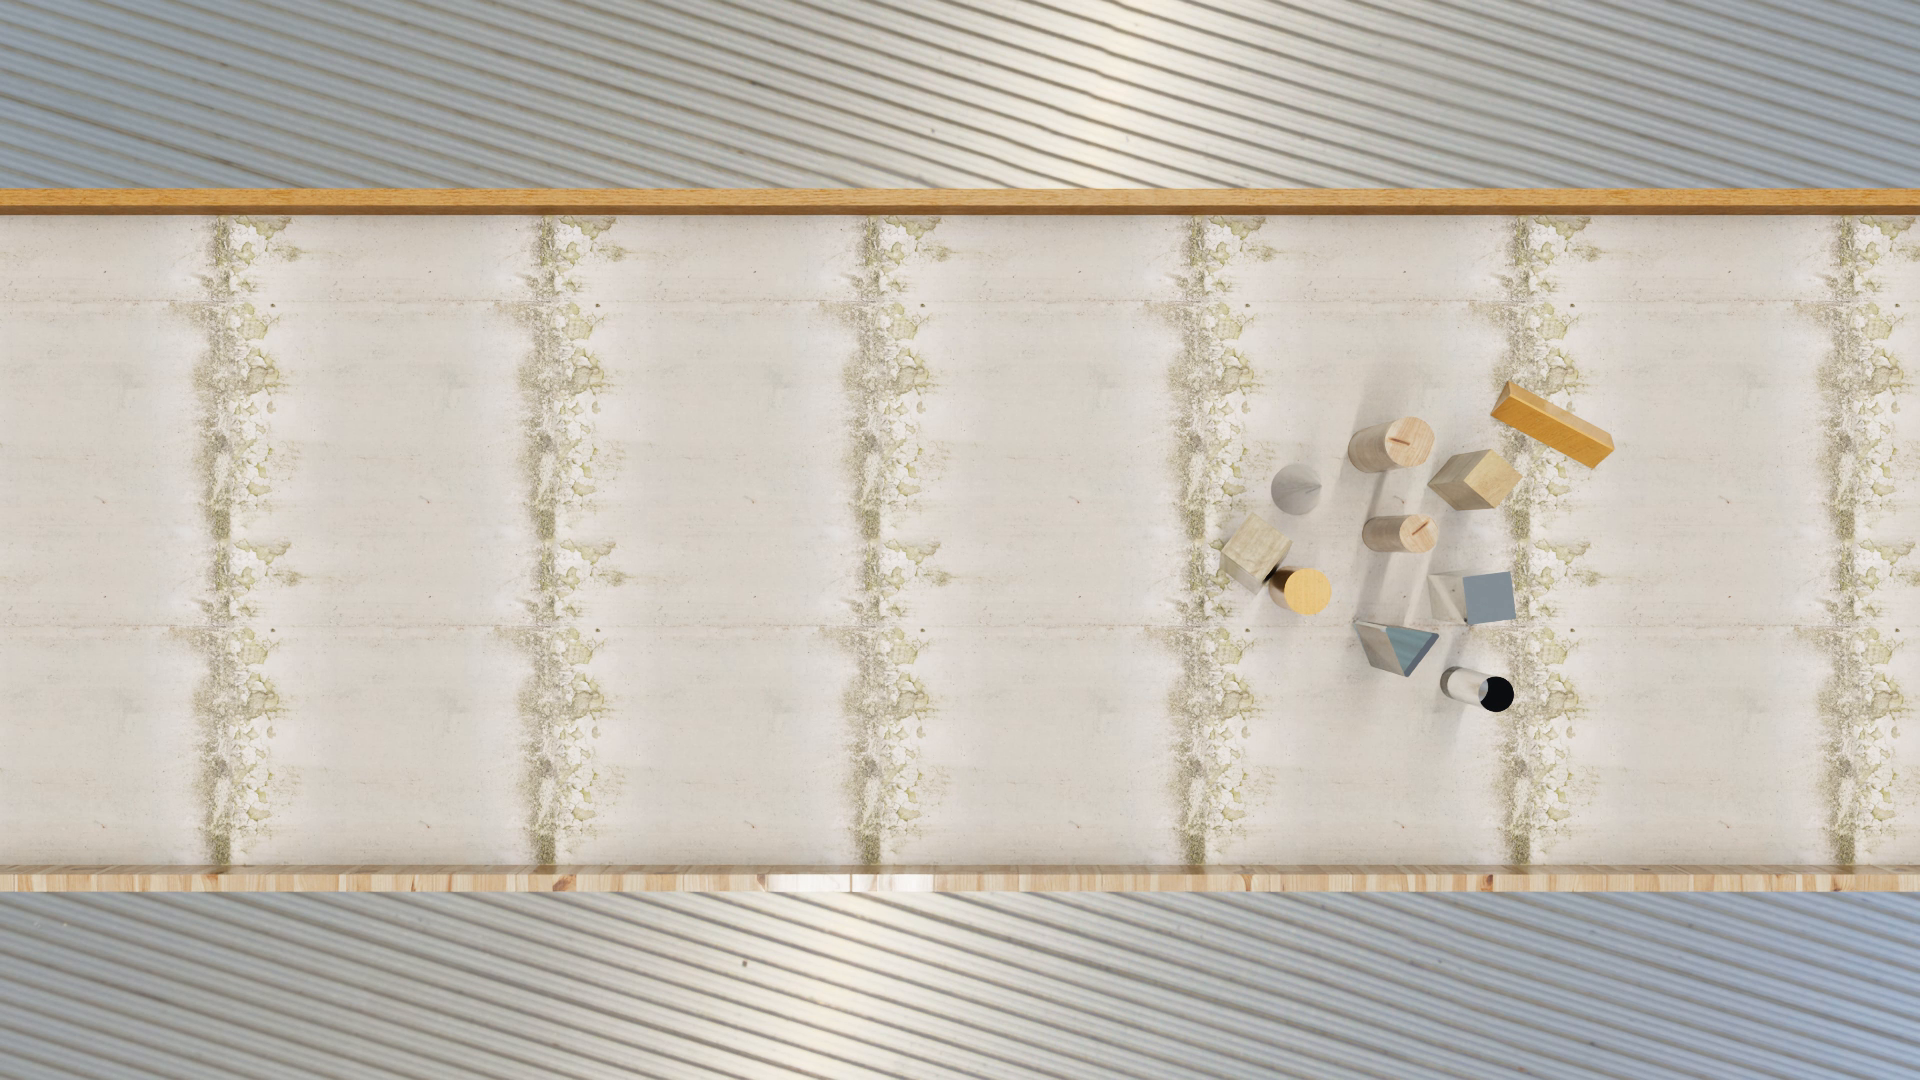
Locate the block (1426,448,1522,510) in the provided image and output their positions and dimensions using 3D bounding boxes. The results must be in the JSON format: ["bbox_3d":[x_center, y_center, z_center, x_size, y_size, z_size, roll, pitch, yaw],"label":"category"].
[{"bbox_3d":[1.522,-0.175,4.891,0.121,0.370,0.121,41,90,0],"label":"block"}]

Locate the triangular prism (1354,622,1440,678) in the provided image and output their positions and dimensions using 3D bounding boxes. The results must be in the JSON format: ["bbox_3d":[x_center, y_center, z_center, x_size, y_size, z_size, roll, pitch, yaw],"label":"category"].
[{"bbox_3d":[1.263,0.290,4.880,0.132,0.393,0.152,37,90,0],"label":"triangular prism"}]

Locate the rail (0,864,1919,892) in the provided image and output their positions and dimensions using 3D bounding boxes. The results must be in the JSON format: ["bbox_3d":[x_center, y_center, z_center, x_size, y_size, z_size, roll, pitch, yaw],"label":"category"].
[{"bbox_3d":[-2.247,1.025,5.001,12.000,0.150,0.050,0,90,0],"label":"rail"}]

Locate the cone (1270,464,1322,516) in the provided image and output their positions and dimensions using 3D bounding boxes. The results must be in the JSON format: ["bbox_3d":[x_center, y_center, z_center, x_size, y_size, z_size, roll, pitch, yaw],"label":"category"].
[{"bbox_3d":[1.035,-0.155,4.894,0.157,0.364,0.157,0,90,0],"label":"cone"}]

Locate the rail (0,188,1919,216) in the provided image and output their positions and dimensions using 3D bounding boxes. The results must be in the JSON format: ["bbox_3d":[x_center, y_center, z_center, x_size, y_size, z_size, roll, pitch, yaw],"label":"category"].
[{"bbox_3d":[-2.247,-1.025,5.002,12.000,0.150,0.050,0,90,0],"label":"rail"}]

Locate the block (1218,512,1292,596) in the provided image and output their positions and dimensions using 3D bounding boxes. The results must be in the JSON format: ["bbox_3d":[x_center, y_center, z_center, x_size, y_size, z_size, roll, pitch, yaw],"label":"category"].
[{"bbox_3d":[0.868,0.045,4.860,0.144,0.410,0.144,38,89,11],"label":"block"}]

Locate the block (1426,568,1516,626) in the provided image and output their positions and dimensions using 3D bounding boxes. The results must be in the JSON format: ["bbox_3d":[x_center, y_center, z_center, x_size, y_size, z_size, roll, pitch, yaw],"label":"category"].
[{"bbox_3d":[1.514,0.166,4.895,0.138,0.363,0.138,-7,90,0],"label":"block"}]

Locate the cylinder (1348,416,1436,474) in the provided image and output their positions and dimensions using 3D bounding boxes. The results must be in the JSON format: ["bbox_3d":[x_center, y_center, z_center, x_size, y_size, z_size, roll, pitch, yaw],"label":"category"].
[{"bbox_3d":[1.264,-0.276,4.855,0.142,0.442,0.142,0,90,0],"label":"cylinder"}]

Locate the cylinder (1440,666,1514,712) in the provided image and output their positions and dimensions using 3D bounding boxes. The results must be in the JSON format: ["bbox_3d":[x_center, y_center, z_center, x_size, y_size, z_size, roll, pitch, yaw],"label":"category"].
[{"bbox_3d":[1.528,0.440,4.889,0.103,0.375,0.103,0,90,0],"label":"cylinder"}]

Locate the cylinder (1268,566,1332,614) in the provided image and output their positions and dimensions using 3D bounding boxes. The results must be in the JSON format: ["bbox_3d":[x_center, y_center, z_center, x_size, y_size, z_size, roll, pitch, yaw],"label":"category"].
[{"bbox_3d":[1.010,0.148,4.916,0.135,0.316,0.135,0,90,2],"label":"cylinder"}]

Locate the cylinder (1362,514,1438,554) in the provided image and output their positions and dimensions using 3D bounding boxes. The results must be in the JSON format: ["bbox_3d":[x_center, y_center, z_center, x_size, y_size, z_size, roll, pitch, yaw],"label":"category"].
[{"bbox_3d":[1.292,-0.018,4.859,0.110,0.435,0.110,0,90,0],"label":"cylinder"}]

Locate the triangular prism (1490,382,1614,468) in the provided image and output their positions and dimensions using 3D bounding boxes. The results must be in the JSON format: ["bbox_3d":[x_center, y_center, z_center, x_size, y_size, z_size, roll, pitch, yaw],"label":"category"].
[{"bbox_3d":[1.816,-0.355,5.022,0.356,0.103,0.118,28,90,0],"label":"triangular prism"}]
